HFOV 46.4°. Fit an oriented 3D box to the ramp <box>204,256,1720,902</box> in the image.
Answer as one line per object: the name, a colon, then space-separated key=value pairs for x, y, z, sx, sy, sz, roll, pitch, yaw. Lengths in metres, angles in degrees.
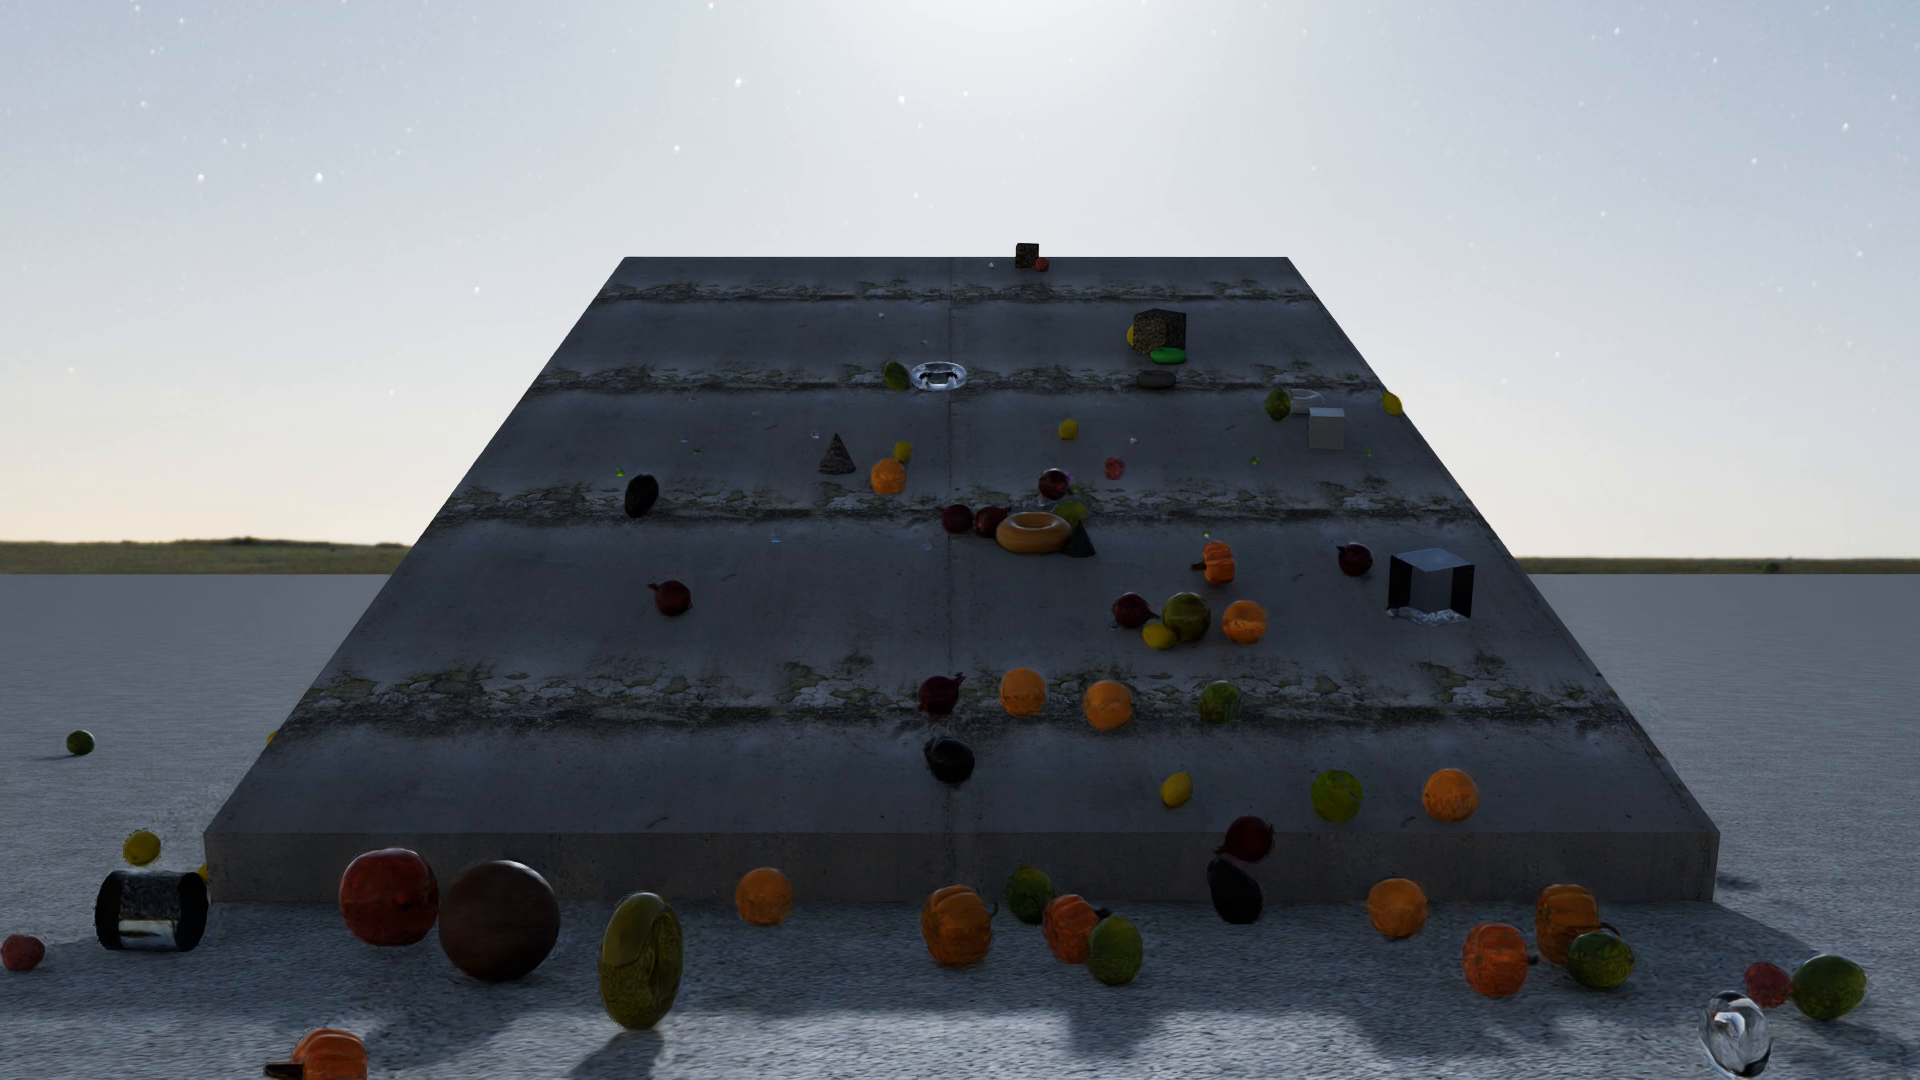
ramp: x=-0.004 y=-0.187 z=4.866 sx=2.000 sy=0.100 sz=4.000 roll=0 pitch=18 yaw=0

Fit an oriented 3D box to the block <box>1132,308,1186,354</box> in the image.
block: x=0.496 y=-0.516 z=5.564 sx=0.094 sy=0.094 sz=0.094 roll=14 pitch=22 yaw=36

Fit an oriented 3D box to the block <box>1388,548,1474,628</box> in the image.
block: x=0.786 y=0.079 z=3.737 sx=0.098 sy=0.098 sz=0.098 roll=-8 pitch=20 yaw=-24

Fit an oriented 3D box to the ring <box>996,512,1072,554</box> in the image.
ring: x=0.135 y=-0.013 z=4.096 sx=0.142 sy=0.047 sz=0.142 roll=-1 pitch=19 yaw=0

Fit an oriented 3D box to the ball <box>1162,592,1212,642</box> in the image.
ball: x=0.367 y=0.124 z=3.624 sx=0.080 sy=0.080 sz=0.080 roll=0 pitch=-1 yaw=0

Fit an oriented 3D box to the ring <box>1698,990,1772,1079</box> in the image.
ring: x=0.658 y=0.422 z=1.902 sx=0.026 sy=0.077 sz=0.077 roll=3 pitch=-2 yaw=-23

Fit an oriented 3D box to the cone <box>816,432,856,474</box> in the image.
cone: x=-0.252 y=-0.183 z=4.560 sx=0.082 sy=0.082 sz=0.082 roll=0 pitch=18 yaw=0

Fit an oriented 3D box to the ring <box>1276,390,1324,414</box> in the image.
ring: x=0.764 y=-0.310 z=5.027 sx=0.111 sy=0.037 sz=0.111 roll=1 pitch=19 yaw=0

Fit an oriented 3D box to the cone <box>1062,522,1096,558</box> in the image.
cone: x=0.217 y=-0.007 z=4.054 sx=0.062 sy=0.062 sz=0.062 roll=0 pitch=18 yaw=0

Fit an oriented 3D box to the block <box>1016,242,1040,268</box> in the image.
block: x=0.198 y=-0.838 z=6.597 sx=0.064 sy=0.064 sz=0.064 roll=2 pitch=18 yaw=7

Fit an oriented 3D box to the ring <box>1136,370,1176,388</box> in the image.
ring: x=0.460 y=-0.376 z=5.237 sx=0.093 sy=0.031 sz=0.093 roll=0 pitch=17 yaw=0

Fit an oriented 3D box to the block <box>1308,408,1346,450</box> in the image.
block: x=0.777 y=-0.237 z=4.746 sx=0.071 sy=0.071 sz=0.071 roll=2 pitch=18 yaw=5

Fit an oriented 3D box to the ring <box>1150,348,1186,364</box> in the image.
ring: x=0.509 y=-0.450 z=5.466 sx=0.087 sy=0.029 sz=0.087 roll=1 pitch=17 yaw=0

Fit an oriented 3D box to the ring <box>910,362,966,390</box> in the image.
ring: x=-0.050 y=-0.382 z=5.231 sx=0.134 sy=0.045 sz=0.134 roll=-1 pitch=19 yaw=0
